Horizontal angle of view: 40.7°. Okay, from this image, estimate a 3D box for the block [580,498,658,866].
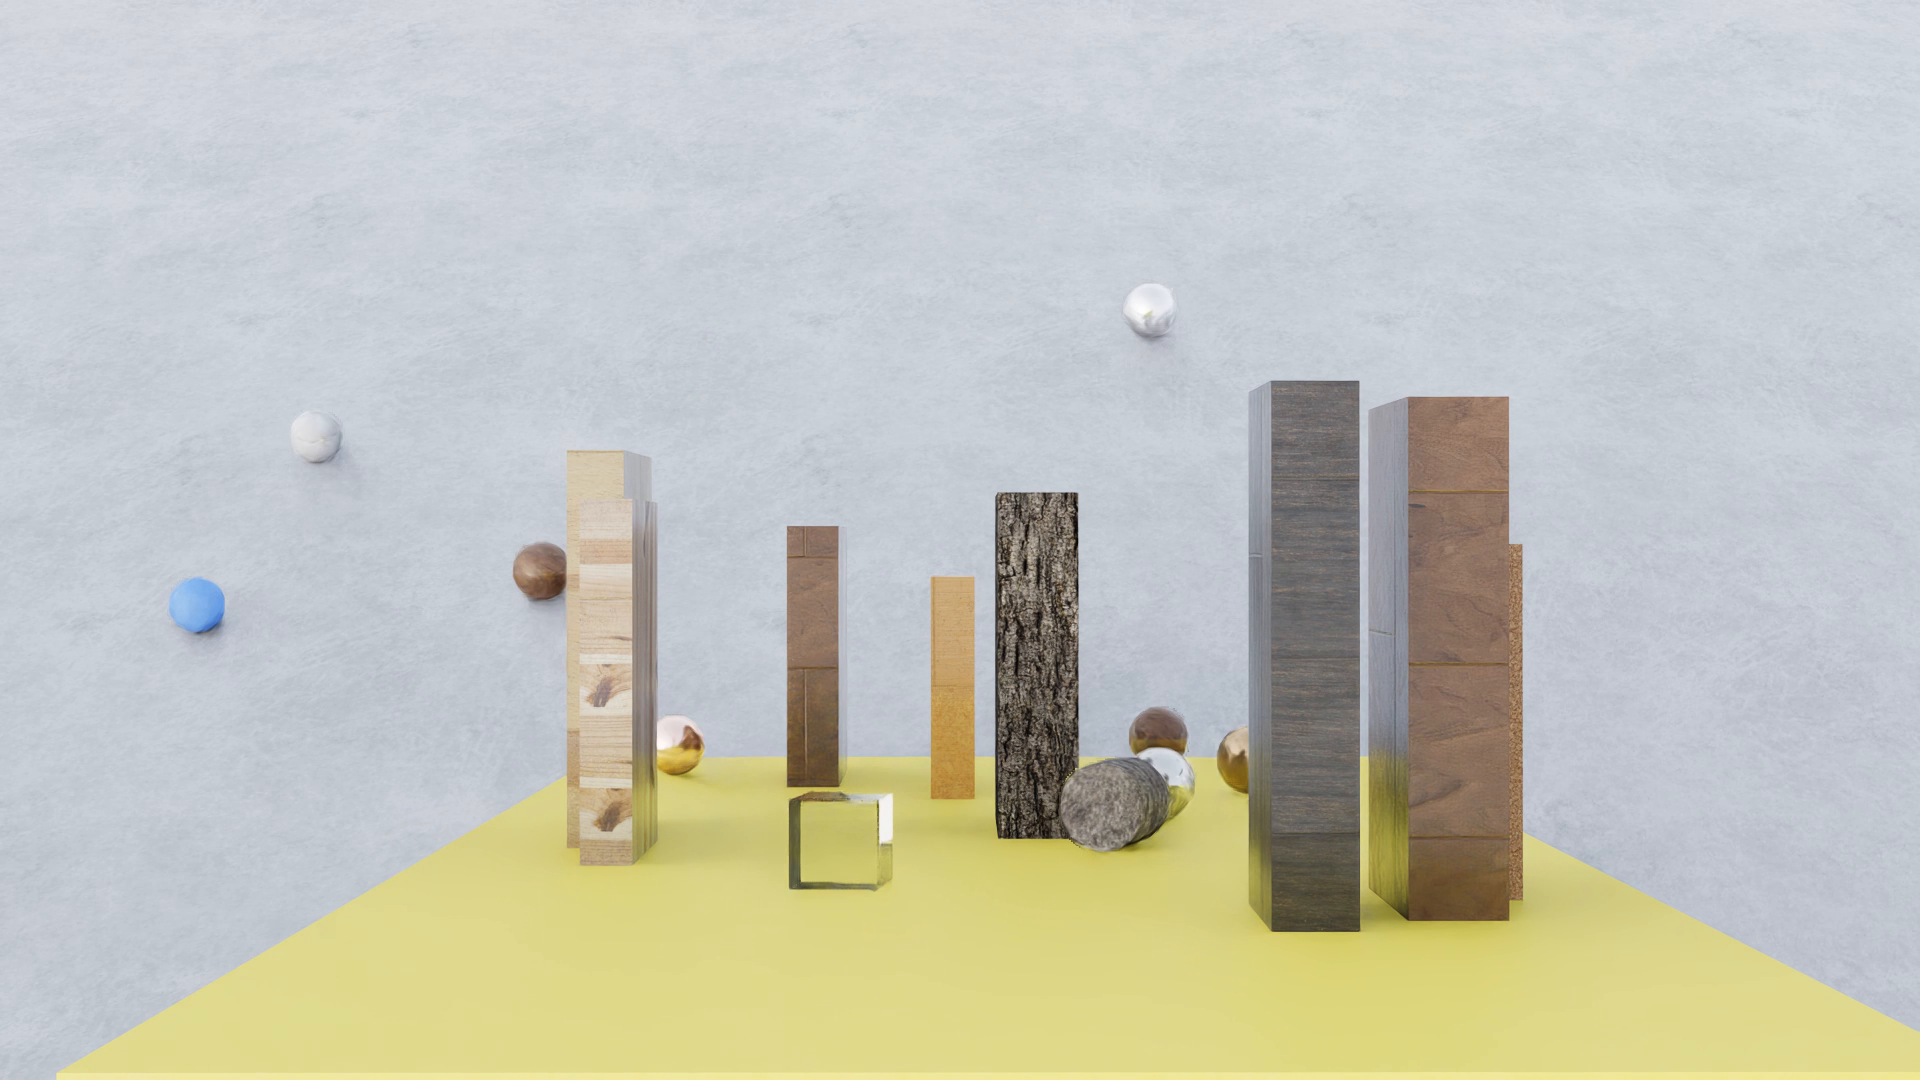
[{"bbox_3d":[-0.602,0.242,4.583,0.089,0.623,0.372,0,0,0],"label":"block"}]

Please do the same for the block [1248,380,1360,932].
[{"bbox_3d":[0.500,0.163,3.782,0.125,0.775,0.285,0,0,0],"label":"block"}]

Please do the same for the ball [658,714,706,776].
[{"bbox_3d":[-0.676,0.486,6.133,0.144,0.144,0.144,0,30,0],"label":"ball"}]

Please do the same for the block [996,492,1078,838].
[{"bbox_3d":[0.145,0.233,4.989,0.150,0.642,0.384,0,0,0],"label":"block"}]

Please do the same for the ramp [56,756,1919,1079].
[{"bbox_3d":[0.068,0.604,4.667,2.000,0.100,4.000,0,0,0],"label":"ramp"}]

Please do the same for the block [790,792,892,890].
[{"bbox_3d":[-0.190,0.482,4.156,0.140,0.140,0.140,0,0,8],"label":"block"}]

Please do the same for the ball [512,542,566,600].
[{"bbox_3d":[-1.206,0.089,7.472,0.169,0.169,0.169,0,30,0],"label":"ball"}]

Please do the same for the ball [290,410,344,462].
[{"bbox_3d":[-2.036,-0.328,8.188,0.164,0.164,0.164,0,30,0],"label":"ball"}]

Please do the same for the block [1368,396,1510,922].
[{"bbox_3d":[0.721,0.172,3.925,0.146,0.759,0.364,0,0,0],"label":"block"}]

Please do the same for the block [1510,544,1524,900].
[{"bbox_3d":[0.811,0.279,4.115,0.100,0.545,0.306,0,0,0],"label":"block"}]

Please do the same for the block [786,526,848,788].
[{"bbox_3d":[-0.332,0.263,6.048,0.117,0.588,0.443,0,0,0],"label":"block"}]

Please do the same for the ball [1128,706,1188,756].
[{"bbox_3d":[0.487,0.484,6.359,0.147,0.147,0.147,0,30,0],"label":"ball"}]

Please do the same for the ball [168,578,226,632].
[{"bbox_3d":[-2.158,0.185,7.323,0.155,0.155,0.155,0,30,0],"label":"ball"}]

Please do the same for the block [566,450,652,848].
[{"bbox_3d":[-0.656,0.196,4.866,0.102,0.716,0.429,0,0,0],"label":"block"}]

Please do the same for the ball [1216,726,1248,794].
[{"bbox_3d":[0.635,0.481,5.658,0.150,0.150,0.150,0,30,0],"label":"ball"}]

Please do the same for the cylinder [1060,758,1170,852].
[{"bbox_3d":[0.280,0.475,4.669,0.156,0.156,0.156,13,5,21],"label":"cylinder"}]

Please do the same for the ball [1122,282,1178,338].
[{"bbox_3d":[0.659,-0.796,8.962,0.190,0.190,0.190,0,30,0],"label":"ball"}]

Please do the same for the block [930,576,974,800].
[{"bbox_3d":[-0.016,0.318,5.708,0.094,0.476,0.323,0,0,0],"label":"block"}]

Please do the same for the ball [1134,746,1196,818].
[{"bbox_3d":[0.395,0.482,5.134,0.145,0.145,0.145,0,30,0],"label":"ball"}]
